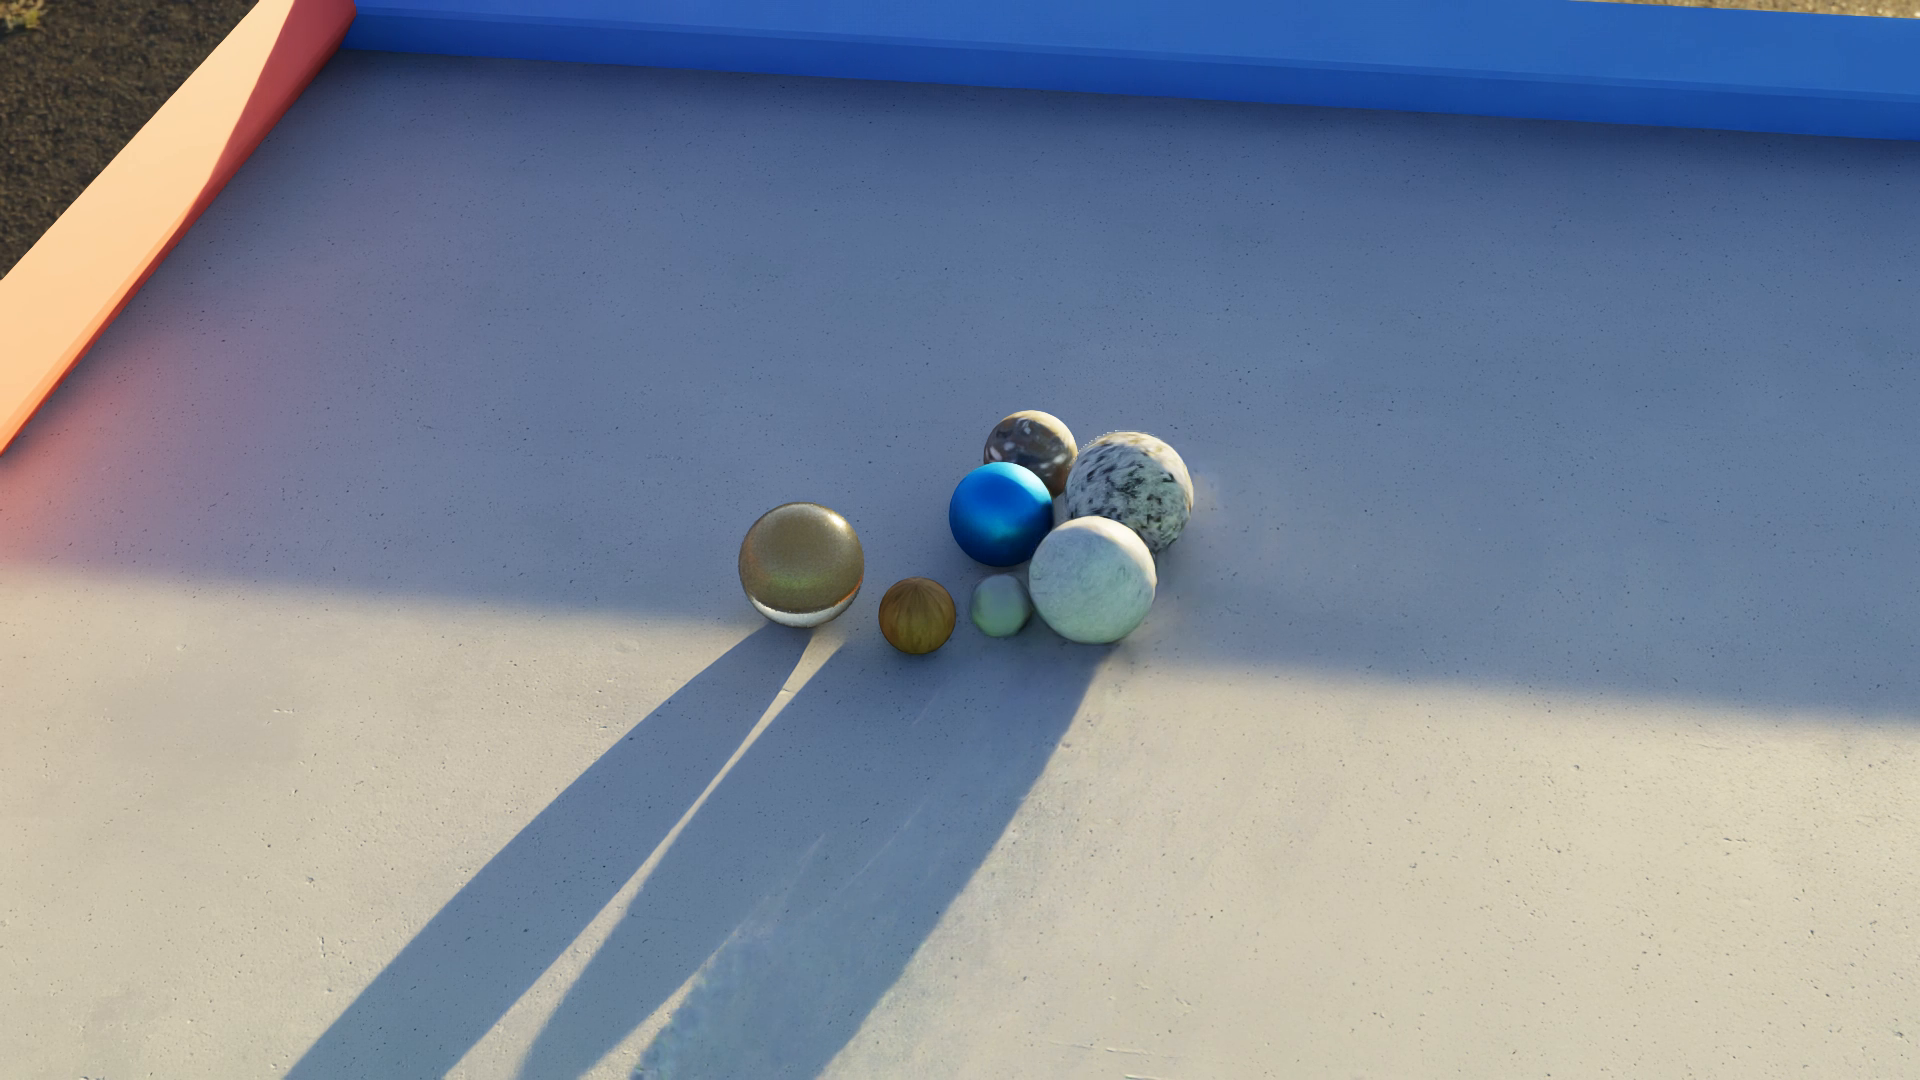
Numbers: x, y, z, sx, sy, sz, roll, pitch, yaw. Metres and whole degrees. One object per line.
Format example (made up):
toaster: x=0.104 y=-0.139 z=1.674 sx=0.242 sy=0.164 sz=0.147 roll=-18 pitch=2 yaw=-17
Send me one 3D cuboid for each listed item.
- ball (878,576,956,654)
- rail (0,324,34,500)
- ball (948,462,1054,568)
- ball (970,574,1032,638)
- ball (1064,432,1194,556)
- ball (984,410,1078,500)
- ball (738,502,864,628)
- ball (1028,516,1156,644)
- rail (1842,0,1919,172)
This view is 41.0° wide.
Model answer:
ball: x=-0.031 y=0.055 z=1.858 sx=0.057 sy=0.057 sz=0.057 roll=0 pitch=35 yaw=0
rail: x=-0.782 y=-0.084 z=1.996 sx=0.045 sy=1.770 sz=0.127 roll=5 pitch=35 yaw=7
ball: x=0.031 y=-0.019 z=1.945 sx=0.080 sy=0.080 sz=0.080 roll=0 pitch=35 yaw=0
ball: x=0.030 y=0.048 z=1.877 sx=0.046 sy=0.046 sz=0.046 roll=0 pitch=35 yaw=0
ball: x=0.128 y=-0.033 z=1.950 sx=0.097 sy=0.097 sz=0.097 roll=0 pitch=35 yaw=0
ball: x=0.056 y=-0.064 z=2.015 sx=0.074 sy=0.074 sz=0.074 roll=0 pitch=35 yaw=0
ball: x=-0.116 y=0.018 z=1.879 sx=0.093 sy=0.093 sz=0.093 roll=0 pitch=35 yaw=0
ball: x=0.096 y=0.029 z=1.862 sx=0.093 sy=0.093 sz=0.093 roll=0 pitch=35 yaw=0
rail: x=0.904 y=-0.449 z=2.525 sx=0.045 sy=3.195 sz=0.127 roll=5 pitch=35 yaw=7
